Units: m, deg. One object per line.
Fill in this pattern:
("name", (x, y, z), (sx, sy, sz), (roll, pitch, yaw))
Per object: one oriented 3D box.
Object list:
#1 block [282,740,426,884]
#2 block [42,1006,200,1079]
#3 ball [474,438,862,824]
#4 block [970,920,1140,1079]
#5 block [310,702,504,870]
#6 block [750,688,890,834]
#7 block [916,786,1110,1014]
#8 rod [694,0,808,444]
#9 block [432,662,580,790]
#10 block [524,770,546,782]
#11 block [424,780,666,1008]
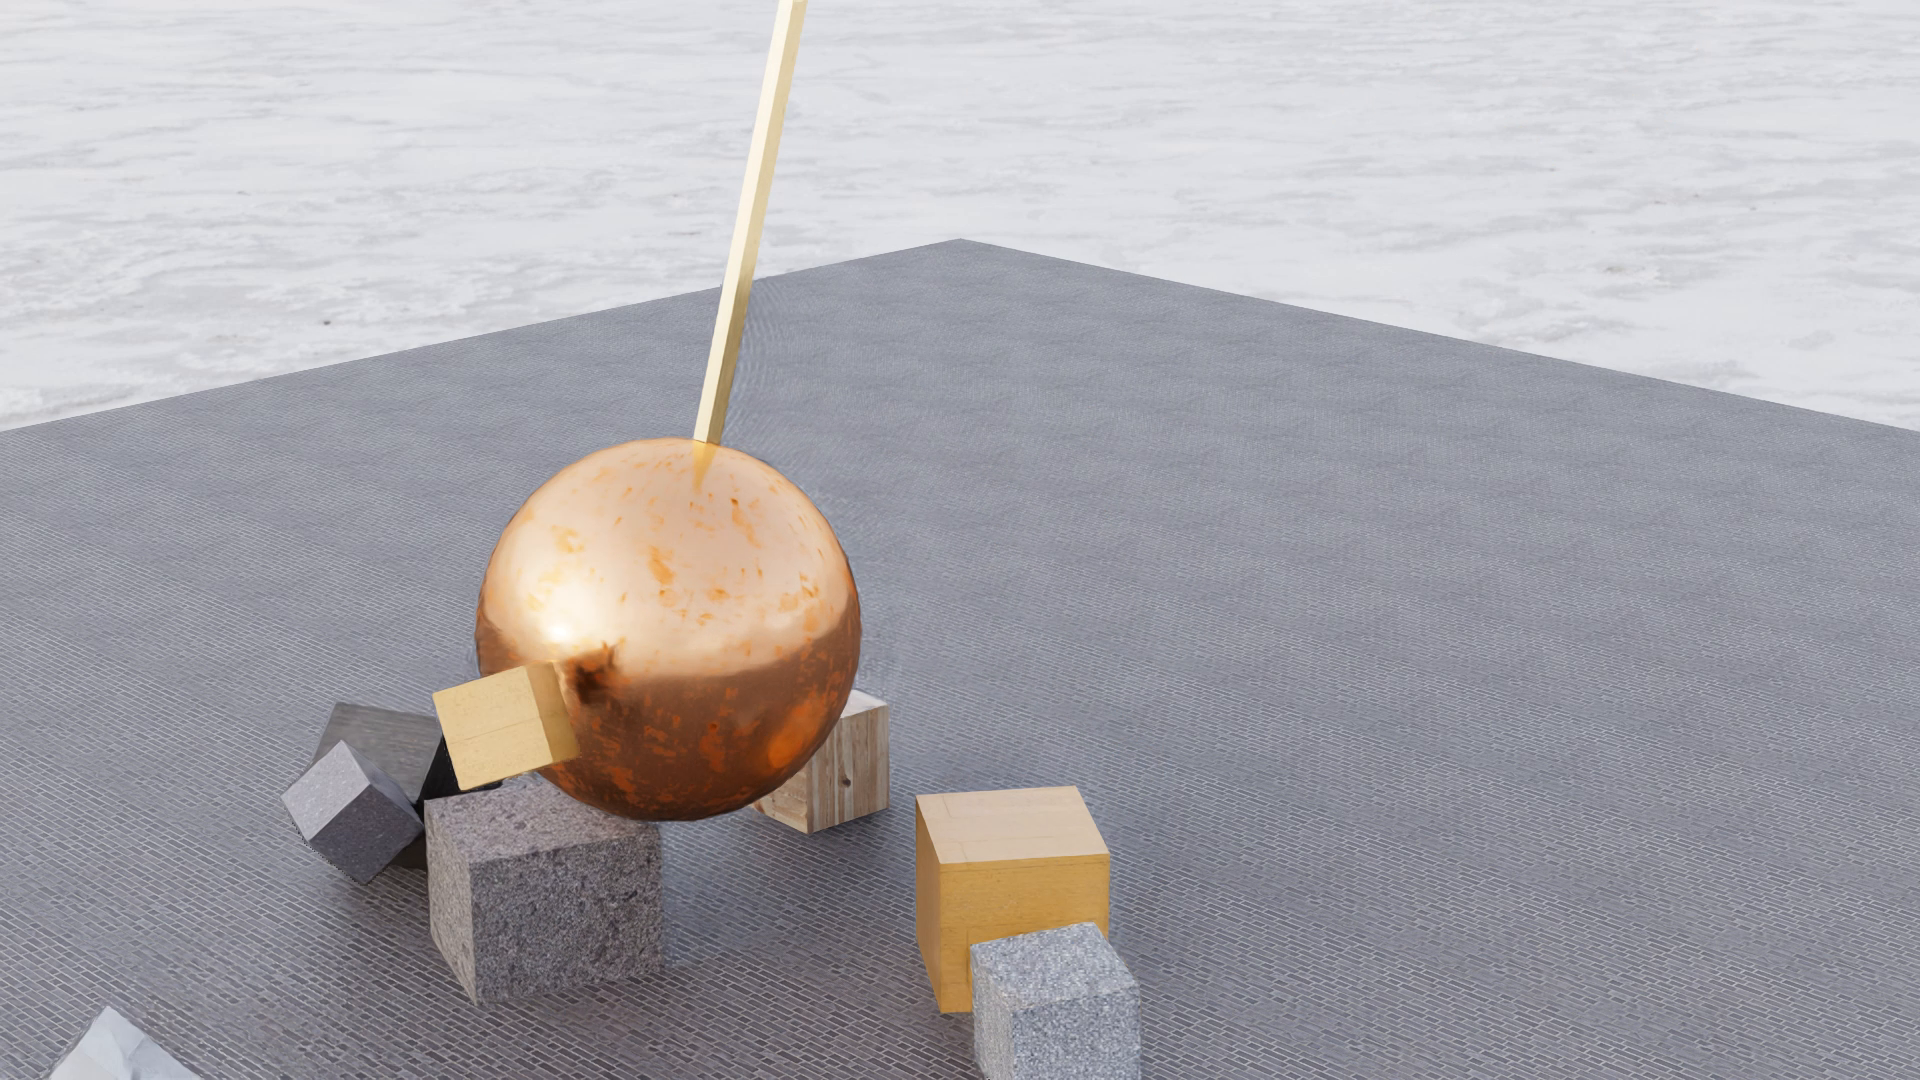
("block", (-2.627, 1.179, 12.699), (0.360, 0.392, 0.350), (-43, 44, -2))
("block", (-2.951, 2.064, 10.150), (0.582, 0.539, 0.551), (41, 0, -8))
("ball", (-1.208, 0.373, 12.193), (1.600, 1.600, 1.600), (0, 17, 0))
("block", (0.367, 1.862, 11.287), (0.504, 0.527, 0.510), (-9, 24, -15))
("block", (-2.547, 1.140, 13.379), (0.593, 0.625, 0.508), (7, 63, 21))
("block", (-0.684, 1.039, 14.145), (0.509, 0.535, 0.458), (-15, 23, -39))
("block", (0.211, 1.511, 12.419), (0.702, 0.670, 0.739), (-3, 18, -8))
("rod", (-0.523, -2.941, 11.869), (0.080, 5.200, 0.080), (17, 7, 42))
("block", (-1.714, 0.700, 11.092), (0.371, 0.378, 0.390), (-17, -2, 7))
("block", (-1.881, 1.032, 13.953), (0.331, 0.327, 0.334), (34, -9, -21))
("block", (-1.782, 1.480, 12.558), (0.824, 0.647, 0.735), (-8, 19, -23))
